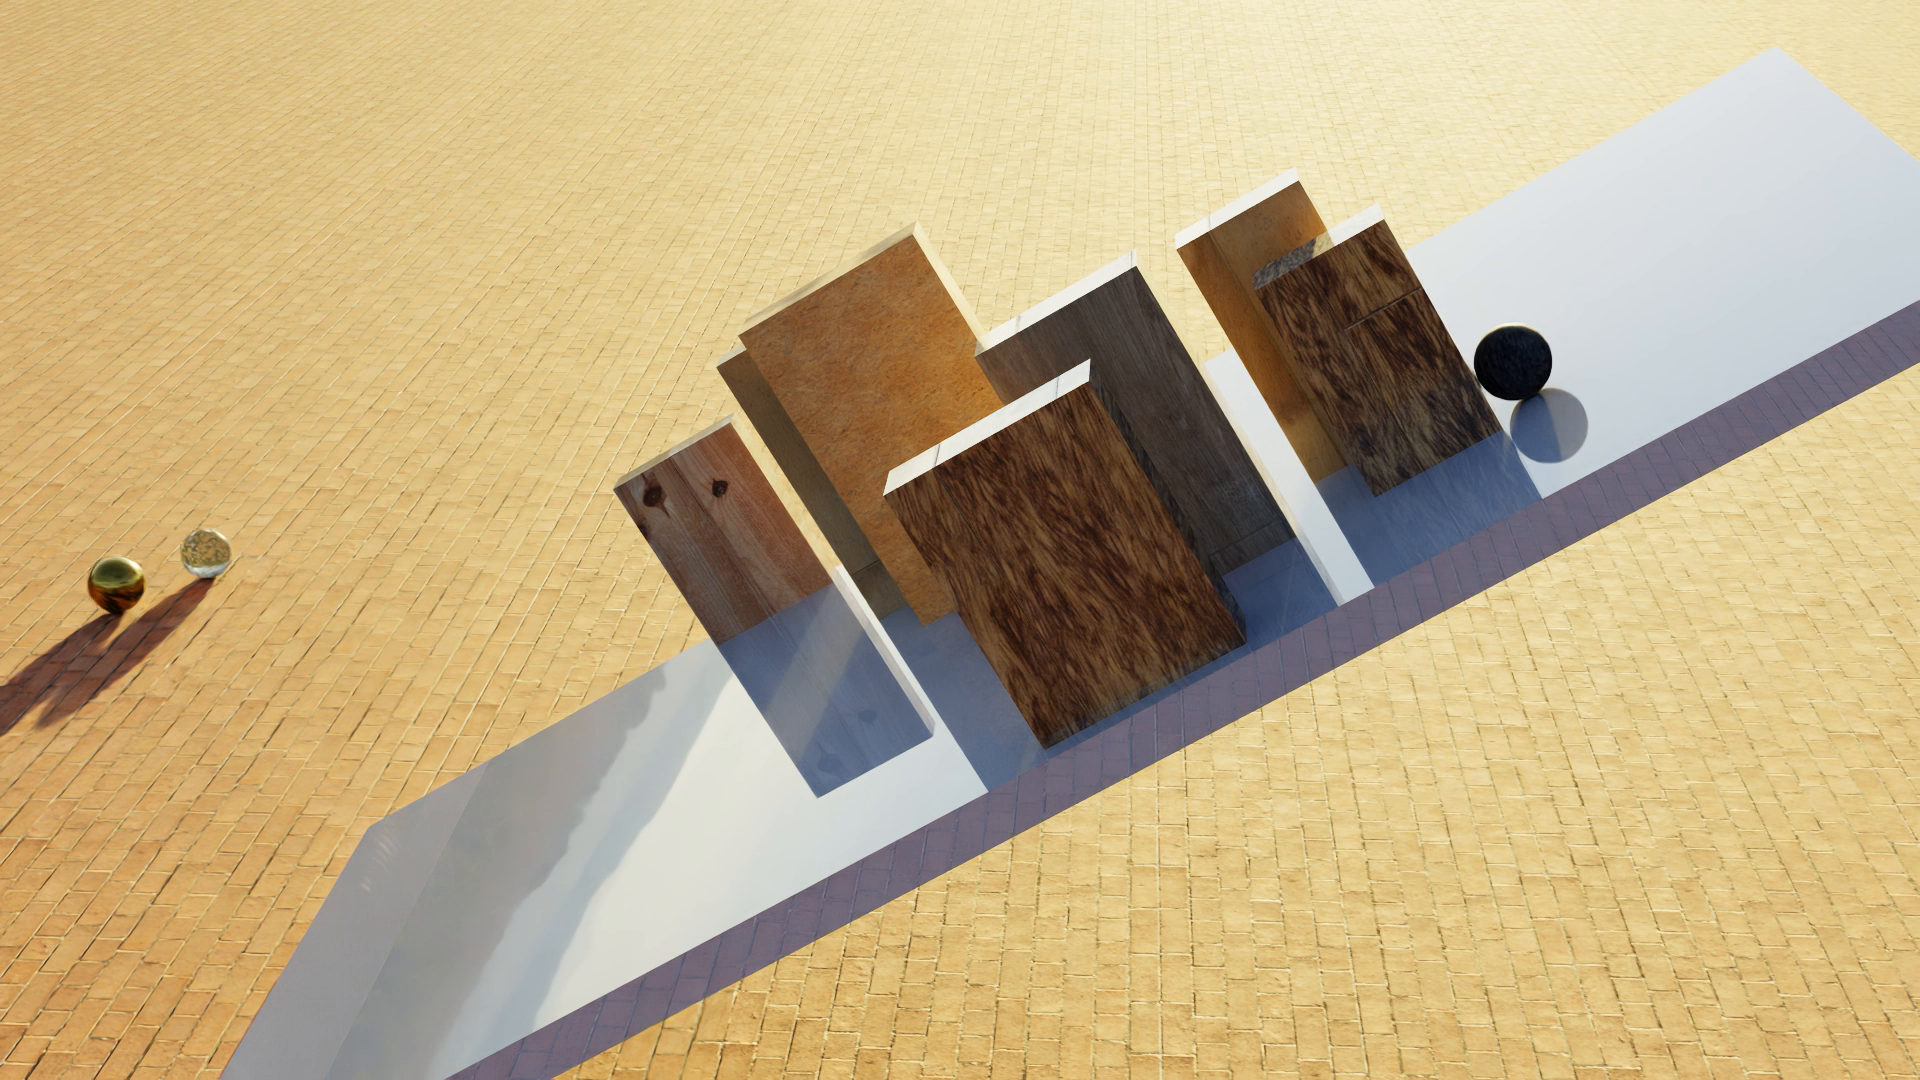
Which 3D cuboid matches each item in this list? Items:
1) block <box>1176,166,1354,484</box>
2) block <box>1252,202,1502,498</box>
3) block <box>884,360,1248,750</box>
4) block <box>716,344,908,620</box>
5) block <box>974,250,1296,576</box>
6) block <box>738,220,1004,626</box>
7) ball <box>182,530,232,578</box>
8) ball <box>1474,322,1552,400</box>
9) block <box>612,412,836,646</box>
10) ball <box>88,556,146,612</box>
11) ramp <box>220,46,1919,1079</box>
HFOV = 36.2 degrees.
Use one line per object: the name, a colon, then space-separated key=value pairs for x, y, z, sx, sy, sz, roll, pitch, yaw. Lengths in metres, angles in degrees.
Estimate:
block: x=0.681 y=-0.422 z=5.811 sx=0.271 sy=0.552 sz=0.126 roll=-29 pitch=15 yaw=12
block: x=0.787 y=-0.358 z=5.554 sx=0.272 sy=0.466 sz=0.138 roll=-29 pitch=15 yaw=12
block: x=0.193 y=0.030 z=5.312 sx=0.422 sy=0.564 sz=0.142 roll=-29 pitch=15 yaw=12
block: x=-0.191 y=-0.208 z=6.617 sx=0.399 sy=0.693 sz=0.089 roll=-29 pitch=15 yaw=12
block: x=0.339 y=-0.198 z=5.654 sx=0.353 sy=0.615 sz=0.137 roll=-29 pitch=15 yaw=12
block: x=-0.086 y=-0.247 z=6.386 sx=0.438 sy=0.766 sz=0.134 roll=-29 pitch=15 yaw=12
ball: x=-2.482 y=0.046 z=9.688 sx=0.163 sy=0.163 sz=0.163 roll=0 pitch=19 yaw=0
ball: x=1.050 y=-0.339 z=5.586 sx=0.148 sy=0.148 sz=0.148 roll=0 pitch=19 yaw=0
block: x=-0.577 y=-0.025 z=7.247 sx=0.343 sy=0.474 sz=0.092 roll=-29 pitch=15 yaw=12
ball: x=-2.691 y=0.142 z=9.386 sx=0.179 sy=0.179 sz=0.179 roll=0 pitch=19 yaw=0
ramp: x=0.142 y=0.168 z=6.287 sx=4.000 sy=0.100 sz=2.000 roll=-29 pitch=15 yaw=12
